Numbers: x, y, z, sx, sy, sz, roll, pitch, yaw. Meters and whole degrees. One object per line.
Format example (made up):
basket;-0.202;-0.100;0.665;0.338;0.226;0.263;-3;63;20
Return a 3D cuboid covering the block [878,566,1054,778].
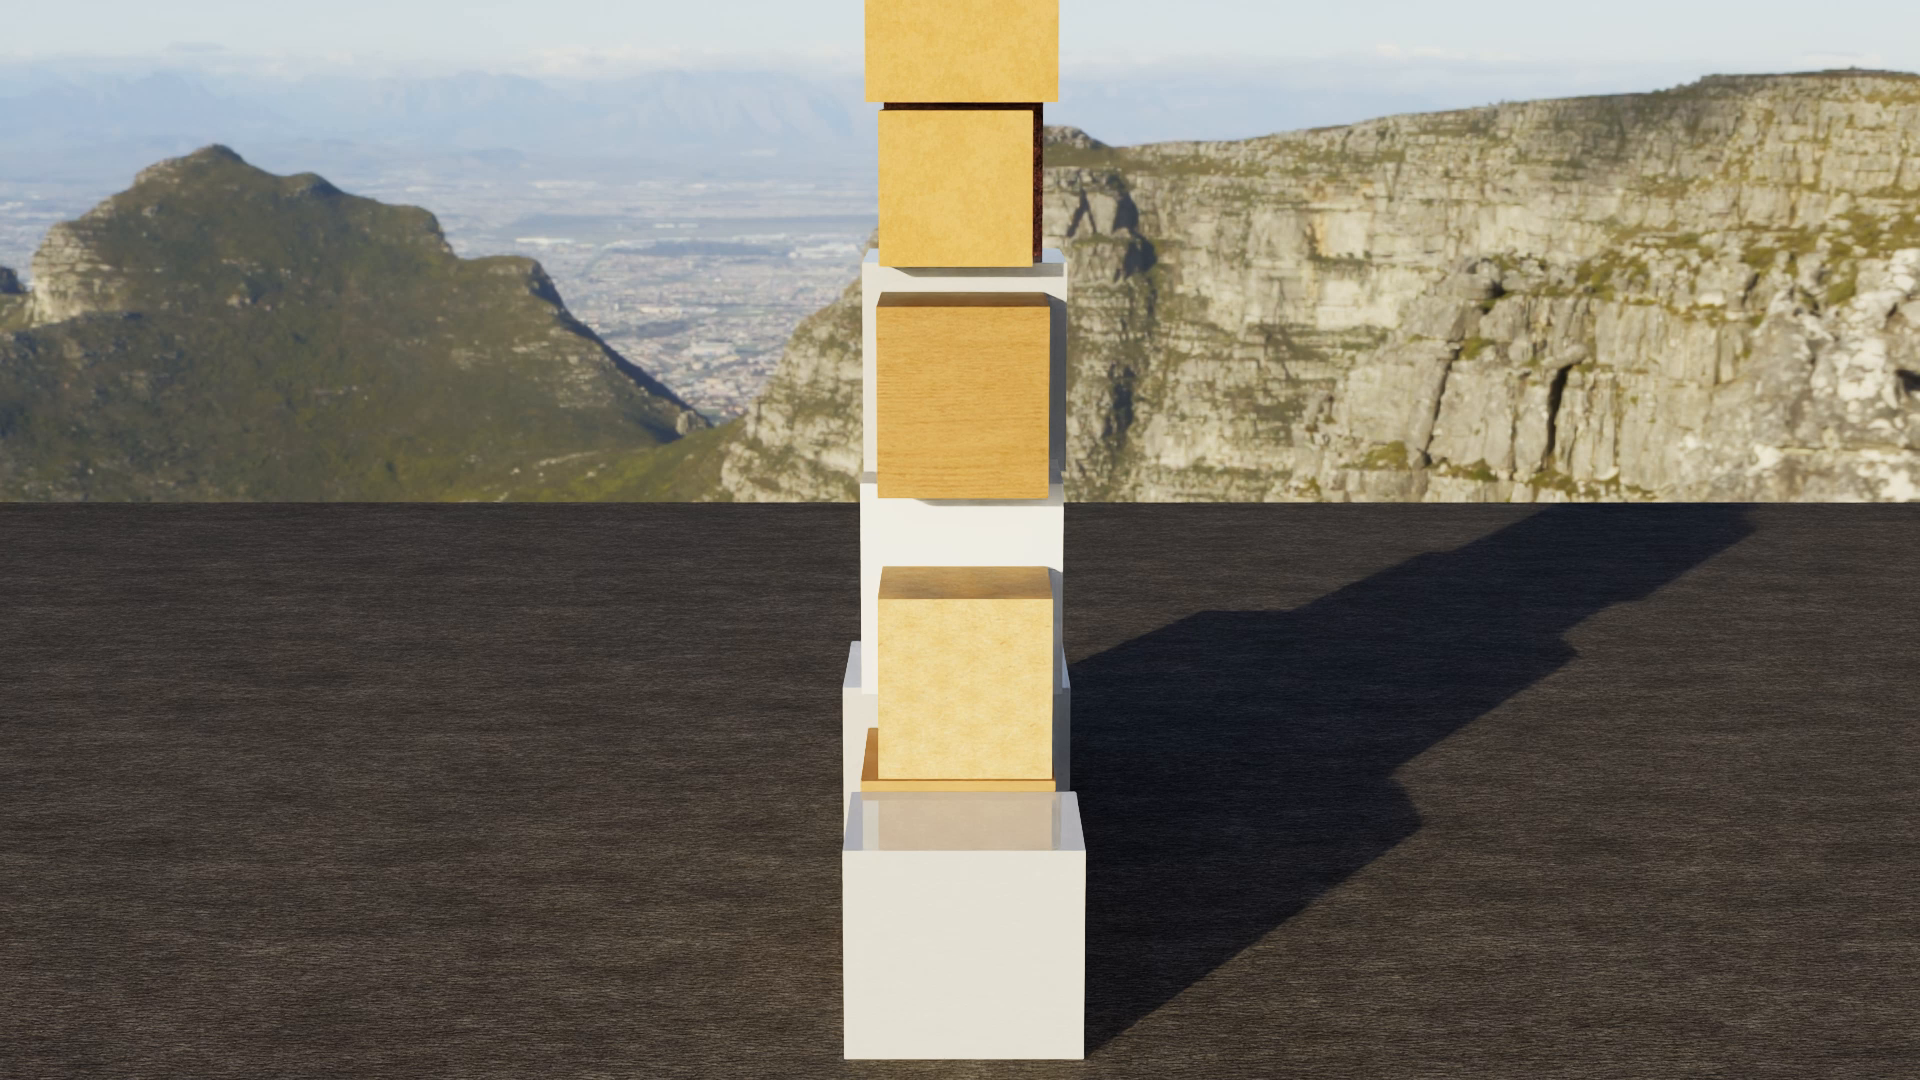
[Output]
block;0.020;0.514;10.184;0.670;0.707;0.672;0;10;0

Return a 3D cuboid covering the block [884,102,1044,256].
block;0.015;-1.589;11.207;0.676;0.651;0.618;0;10;0

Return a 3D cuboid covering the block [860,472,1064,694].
block;0.008;0.130;10.879;0.824;0.876;0.814;0;10;0

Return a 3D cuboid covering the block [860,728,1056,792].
block;-0.008;1.258;10.356;0.750;0.819;0.825;0;10;0

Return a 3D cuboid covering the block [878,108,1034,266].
block;-0.017;-1.462;10.595;0.619;0.620;0.610;0;10;0

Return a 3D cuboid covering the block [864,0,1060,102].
block;0.008;-2.222;10.776;0.791;0.749;0.689;0;10;0

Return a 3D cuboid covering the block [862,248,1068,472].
block;0.020;-0.793;11.076;0.846;0.869;0.861;0;10;0

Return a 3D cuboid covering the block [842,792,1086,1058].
block;0.014;1.421;9.568;0.865;0.781;0.765;0;10;0

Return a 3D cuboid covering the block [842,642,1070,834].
block;-0.014;1.020;11.194;0.947;0.987;0.889;0;10;0

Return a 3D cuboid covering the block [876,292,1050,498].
block;0.011;-0.594;10.318;0.671;0.750;0.677;0;11;0
